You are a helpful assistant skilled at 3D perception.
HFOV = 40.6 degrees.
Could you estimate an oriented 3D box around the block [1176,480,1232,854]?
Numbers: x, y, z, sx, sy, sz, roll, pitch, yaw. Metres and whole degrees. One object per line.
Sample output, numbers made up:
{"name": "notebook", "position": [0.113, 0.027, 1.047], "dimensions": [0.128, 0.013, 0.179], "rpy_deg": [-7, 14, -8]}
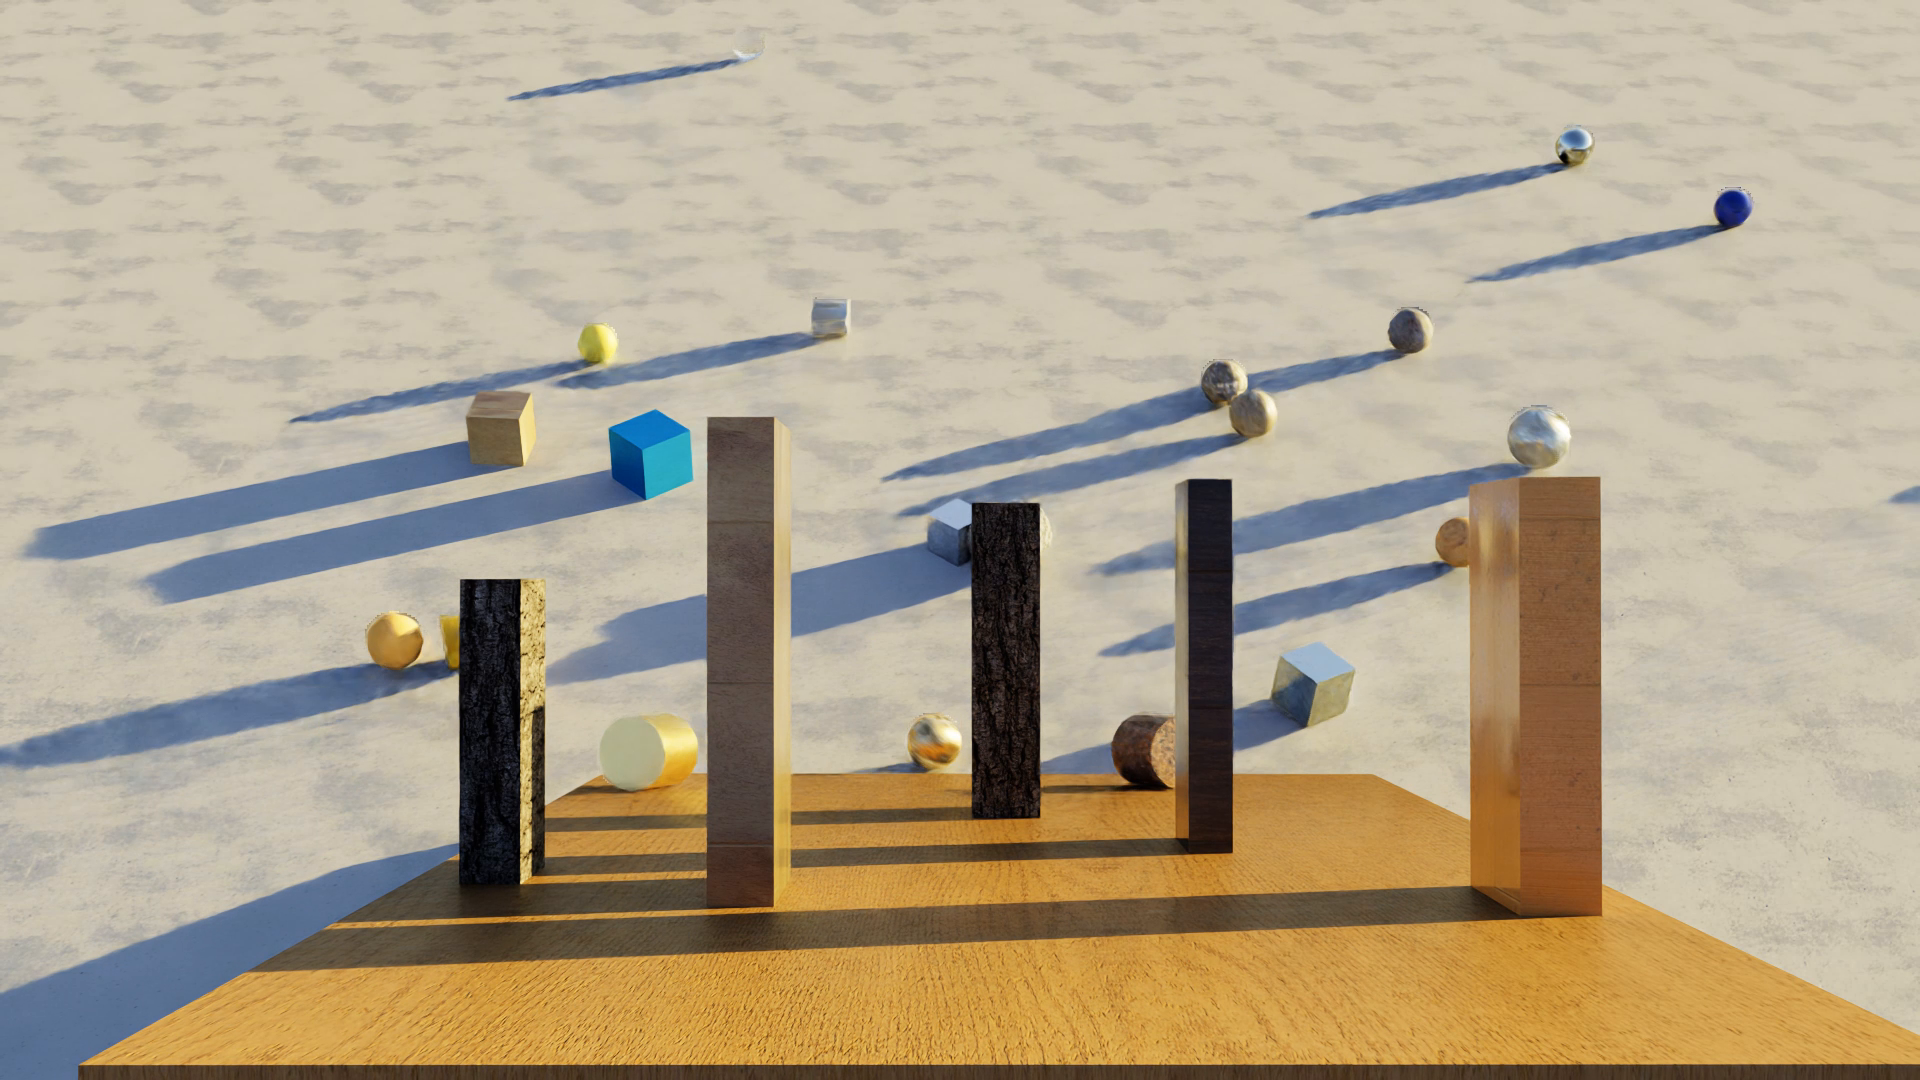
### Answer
{"name": "block", "position": [0.464, 0.236, 4.949], "dimensions": [0.082, 0.694, 0.287], "rpy_deg": [0, -1, 0]}

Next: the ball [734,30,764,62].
{"name": "ball", "position": [-0.903, -2.115, 11.079], "dimensions": [0.134, 0.134, 0.134], "rpy_deg": [0, 32, 0]}

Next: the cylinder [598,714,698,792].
{"name": "cylinder", "position": [-0.752, 0.513, 6.270], "dimensions": [0.178, 0.178, 0.178], "rpy_deg": [14, 4, 20]}

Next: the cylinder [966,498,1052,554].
{"name": "cylinder", "position": [0.147, -0.010, 7.696], "dimensions": [0.179, 0.179, 0.179], "rpy_deg": [28, 41, 36]}

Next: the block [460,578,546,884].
{"name": "block", "position": [-0.785, 0.322, 4.455], "dimensions": [0.101, 0.509, 0.260], "rpy_deg": [0, -1, 0]}

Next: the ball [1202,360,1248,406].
{"name": "ball", "position": [0.870, -0.517, 8.527], "dimensions": [0.150, 0.150, 0.150], "rpy_deg": [0, 32, 0]}

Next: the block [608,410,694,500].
{"name": "block", "position": [-0.966, -0.268, 8.102], "dimensions": [0.181, 0.181, 0.181], "rpy_deg": [-25, 40, -34]}

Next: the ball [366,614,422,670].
{"name": "ball", "position": [-1.582, 0.284, 7.251], "dimensions": [0.155, 0.155, 0.155], "rpy_deg": [0, 32, 0]}

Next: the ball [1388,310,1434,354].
{"name": "ball", "position": [1.536, -0.711, 8.834], "dimensions": [0.151, 0.151, 0.151], "rpy_deg": [0, 32, 0]}

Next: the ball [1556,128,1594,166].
{"name": "ball", "position": [2.407, -1.540, 10.153], "dimensions": [0.148, 0.148, 0.148], "rpy_deg": [0, 32, 0]}

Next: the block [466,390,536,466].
{"name": "block", "position": [-1.460, -0.356, 8.253], "dimensions": [0.171, 0.171, 0.171], "rpy_deg": [3, 32, 4]}

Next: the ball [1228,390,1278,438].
{"name": "ball", "position": [0.944, -0.406, 8.347], "dimensions": [0.154, 0.154, 0.154], "rpy_deg": [0, 32, 0]}

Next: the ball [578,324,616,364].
{"name": "ball", "position": [-1.228, -0.664, 8.780], "dimensions": [0.130, 0.130, 0.130], "rpy_deg": [0, 32, 0]}

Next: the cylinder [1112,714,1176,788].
{"name": "cylinder", "position": [0.490, 0.514, 6.311], "dimensions": [0.176, 0.176, 0.176], "rpy_deg": [-20, 9, -28]}

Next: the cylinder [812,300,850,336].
{"name": "cylinder", "position": [-0.446, -0.768, 8.954], "dimensions": [0.118, 0.118, 0.118], "rpy_deg": [1, 32, 3]}

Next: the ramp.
{"name": "ramp", "position": [0.072, 0.630, 4.726], "dimensions": [2.000, 0.100, 4.000], "rpy_deg": [0, -1, 0]}

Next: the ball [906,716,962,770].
{"name": "ball", "position": [-0.069, 0.536, 6.862], "dimensions": [0.144, 0.144, 0.144], "rpy_deg": [0, 32, 0]}

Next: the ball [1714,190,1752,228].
{"name": "ball", "position": [2.888, -1.239, 9.681], "dimensions": [0.142, 0.142, 0.142], "rpy_deg": [0, 32, 0]}

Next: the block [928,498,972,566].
{"name": "block", "position": [-0.006, -0.023, 7.763], "dimensions": [0.129, 0.129, 0.129], "rpy_deg": [28, 41, 36]}

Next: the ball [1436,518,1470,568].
{"name": "ball", "position": [1.487, 0.007, 7.699], "dimensions": [0.149, 0.149, 0.149], "rpy_deg": [0, 32, 0]}

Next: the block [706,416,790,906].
{"name": "block", "position": [-0.342, 0.192, 4.232], "dimensions": [0.105, 0.762, 0.399], "rpy_deg": [0, -1, 0]}

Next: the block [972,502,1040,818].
{"name": "block", "position": [0.098, 0.257, 5.638], "dimensions": [0.144, 0.670, 0.279], "rpy_deg": [0, -1, 0]}

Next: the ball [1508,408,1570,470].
{"name": "ball", "position": [1.825, -0.320, 8.173], "dimensions": [0.195, 0.195, 0.195], "rpy_deg": [0, 32, 0]}

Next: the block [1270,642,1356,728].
{"name": "block", "position": [0.961, 0.393, 7.064], "dimensions": [0.147, 0.147, 0.147], "rpy_deg": [-17, 39, -34]}

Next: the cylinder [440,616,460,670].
{"name": "cylinder", "position": [-1.371, 0.279, 7.267], "dimensions": [0.146, 0.146, 0.146], "rpy_deg": [-10, 33, -15]}

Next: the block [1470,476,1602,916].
{"name": "block", "position": [0.909, 0.239, 4.113], "dimensions": [0.124, 0.664, 0.381], "rpy_deg": [0, -1, 0]}
